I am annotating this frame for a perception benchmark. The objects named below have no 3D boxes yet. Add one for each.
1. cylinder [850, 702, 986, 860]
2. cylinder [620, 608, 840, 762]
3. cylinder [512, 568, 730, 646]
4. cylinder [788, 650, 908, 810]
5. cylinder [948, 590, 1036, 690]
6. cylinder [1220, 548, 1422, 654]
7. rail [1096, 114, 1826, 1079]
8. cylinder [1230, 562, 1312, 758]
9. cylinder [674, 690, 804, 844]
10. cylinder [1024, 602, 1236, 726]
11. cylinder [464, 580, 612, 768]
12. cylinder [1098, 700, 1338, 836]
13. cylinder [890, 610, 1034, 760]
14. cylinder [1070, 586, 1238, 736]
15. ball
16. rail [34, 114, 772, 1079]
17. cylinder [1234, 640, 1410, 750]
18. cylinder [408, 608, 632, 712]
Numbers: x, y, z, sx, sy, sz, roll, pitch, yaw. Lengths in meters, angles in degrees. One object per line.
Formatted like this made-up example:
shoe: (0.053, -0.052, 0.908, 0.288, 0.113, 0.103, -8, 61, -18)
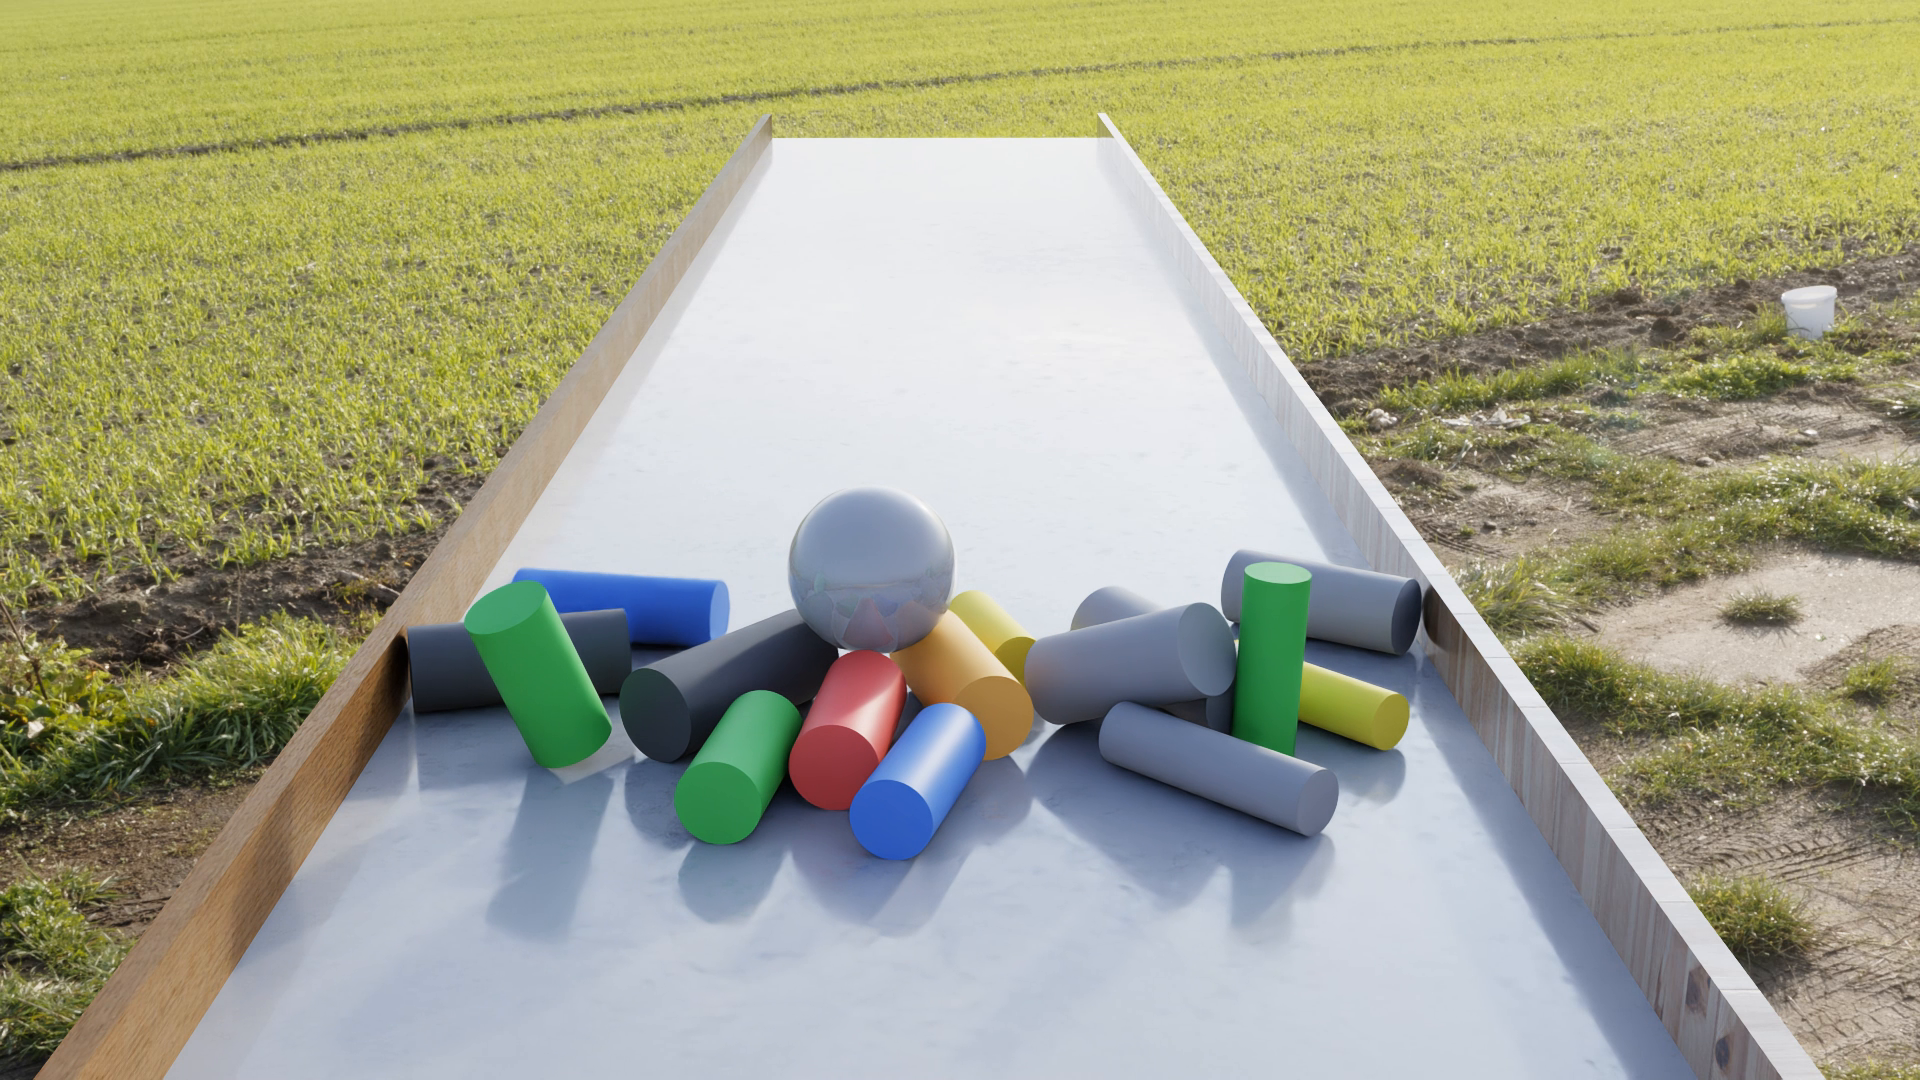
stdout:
cylinder: (-0.065, 0.396, 3.653, 0.138, 0.138, 0.351, 4, 17, 14)
cylinder: (-0.418, 0.262, 4.041, 0.174, 0.174, 0.411, 12, 20, 34)
cylinder: (-0.699, 0.140, 4.514, 0.429, 0.138, 0.138, 3, 17, 11)
cylinder: (-0.192, 0.327, 3.855, 0.154, 0.154, 0.376, 2, 17, 5)
cylinder: (0.067, 0.199, 4.357, 0.115, 0.115, 0.302, -5, 17, -17)
cylinder: (0.743, 0.125, 4.531, 0.379, 0.157, 0.157, 11, 20, 32)
rail: (0.932, -0.844, 7.801, 0.050, 0.150, 12.000, 0, 17, -1)
cylinder: (0.546, 0.220, 3.878, 0.116, 0.343, 0.116, 2, 18, -1)
cylinder: (-0.367, 0.378, 3.703, 0.145, 0.145, 0.331, 2, 17, 8)
cylinder: (0.303, 0.225, 3.958, 0.360, 0.167, 0.167, -15, 2, 42)
cylinder: (-0.735, 0.236, 3.845, 0.150, 0.300, 0.150, -15, 31, 9)
cylinder: (0.434, 0.384, 3.736, 0.114, 0.114, 0.433, -15, 22, -42)
cylinder: (-0.003, 0.260, 4.073, 0.160, 0.160, 0.406, -5, 17, -16)
cylinder: (0.401, 0.230, 4.151, 0.171, 0.171, 0.457, -9, 19, -28)
ball: (-0.162, 0.054, 4.074, 0.318, 0.318, 0.318, 0, 17, 0)
rail: (-1.118, -0.838, 7.780, 0.050, 0.150, 12.000, 0, 17, -1)
cylinder: (0.648, 0.285, 4.082, 0.106, 0.106, 0.382, -14, 21, -39)
cylinder: (-0.837, 0.228, 4.180, 0.403, 0.162, 0.162, -5, 17, -15)
